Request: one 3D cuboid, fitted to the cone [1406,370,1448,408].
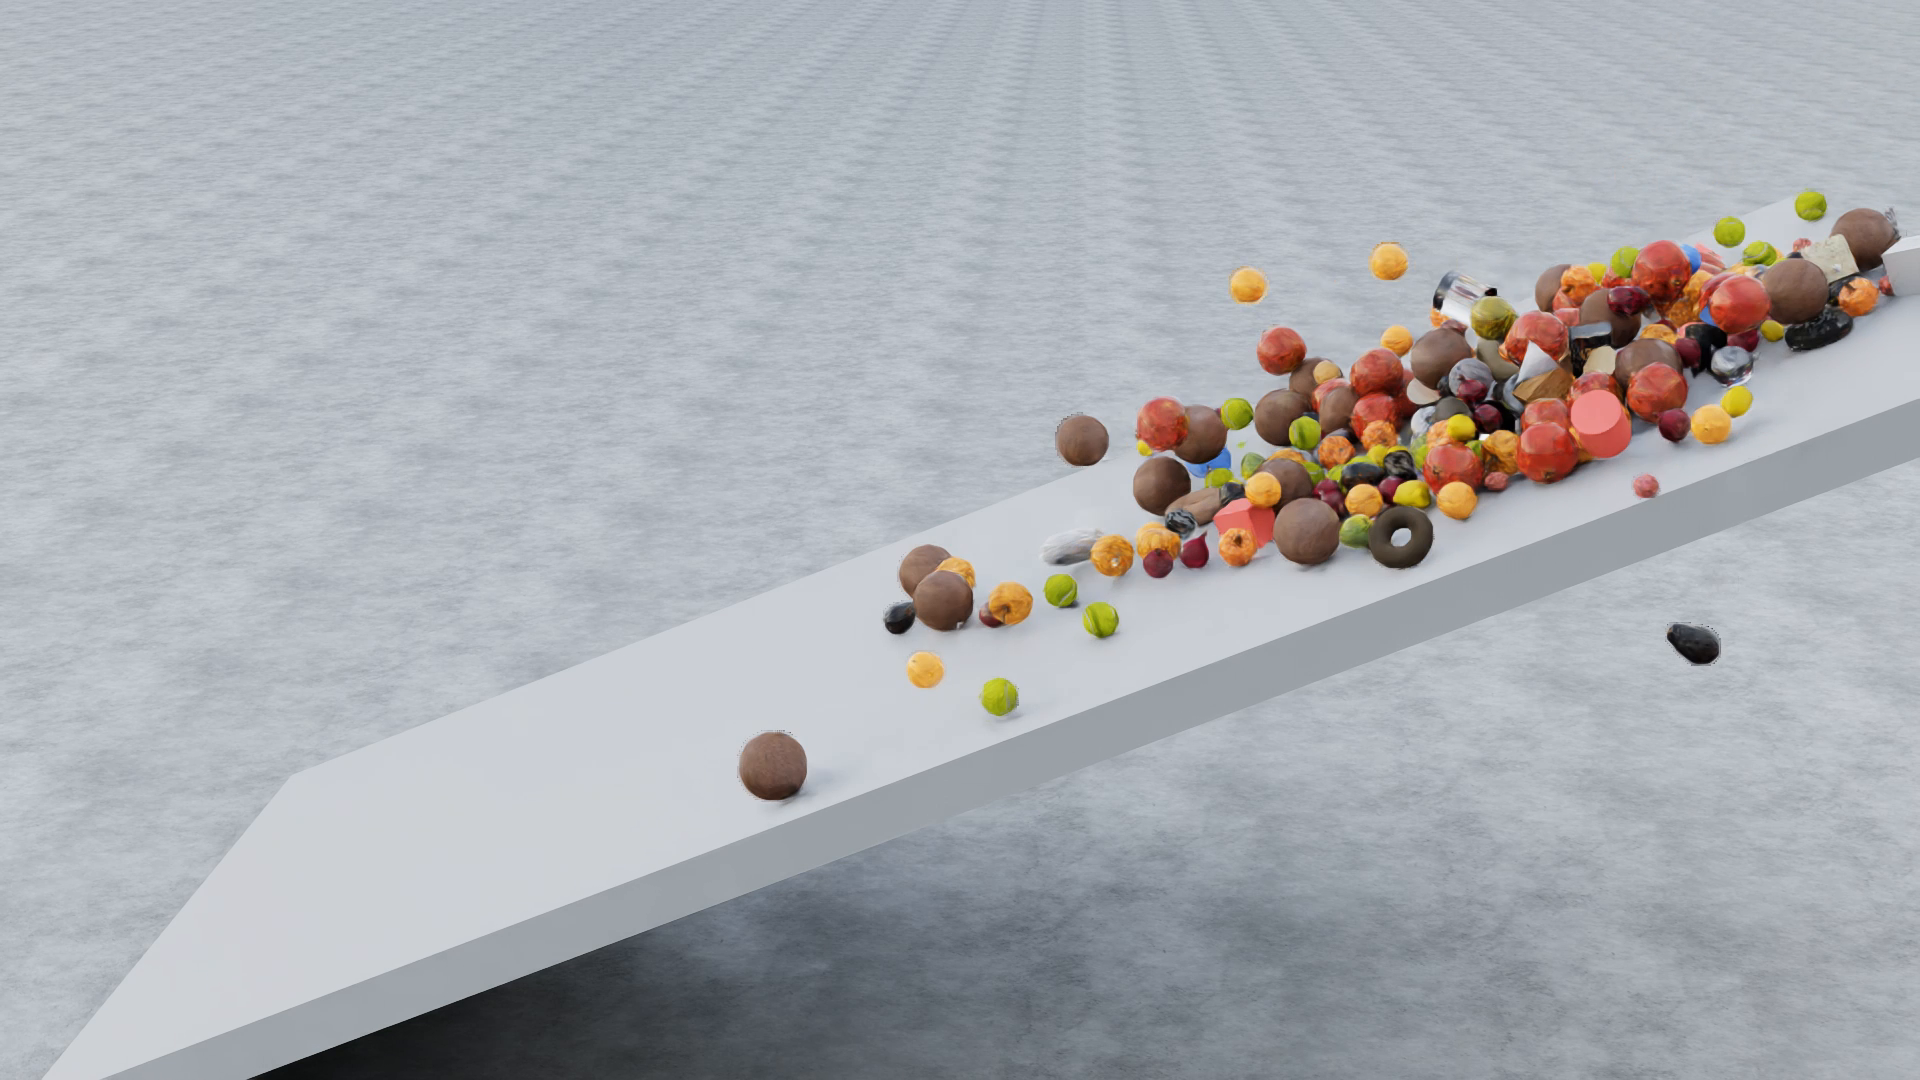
[{"bbox_3d":[1.005,-0.293,6.225,0.094,0.094,0.094,-17,45,18],"label":"cone"}]

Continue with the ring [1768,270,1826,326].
[{"bbox_3d":[1.657,-0.477,5.820,0.124,0.124,0.041,-6,-22,-24],"label":"ring"}]

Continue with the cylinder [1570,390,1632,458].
[{"bbox_3d":[1.176,-0.212,5.397,0.093,0.093,0.093,8,-23,29],"label":"cylinder"}]

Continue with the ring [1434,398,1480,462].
[{"bbox_3d":[0.982,-0.218,5.814,0.045,0.135,0.135,-20,1,34],"label":"ring"}]

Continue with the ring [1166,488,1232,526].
[{"bbox_3d":[0.508,-0.067,6.281,0.150,0.050,0.150,-21,13,5],"label":"ring"}]

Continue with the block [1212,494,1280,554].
[{"bbox_3d":[0.577,-0.032,5.917,0.085,0.085,0.085,-13,16,39],"label":"block"}]

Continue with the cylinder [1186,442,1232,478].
[{"bbox_3d":[0.556,-0.179,6.592,0.080,0.080,0.080,-4,3,-17],"label":"cylinder"}]

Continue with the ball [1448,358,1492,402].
[{"bbox_3d":[1.035,-0.325,5.962,0.088,0.088,0.088,0,14,0],"label":"ball"}]

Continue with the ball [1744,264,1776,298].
[{"bbox_3d":[1.595,-0.516,5.862,0.066,0.066,0.066,0,14,0],"label":"ball"}]

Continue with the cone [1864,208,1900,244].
[{"bbox_3d":[1.945,-0.671,6.169,0.074,0.074,0.074,9,61,34],"label":"cone"}]

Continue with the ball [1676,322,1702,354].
[{"bbox_3d":[1.483,-0.406,5.939,0.070,0.070,0.070,0,14,0],"label":"ball"}]

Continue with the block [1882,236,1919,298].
[{"bbox_3d":[1.878,-0.540,5.754,0.092,0.092,0.092,-9,18,48],"label":"block"}]

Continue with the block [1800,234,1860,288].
[{"bbox_3d":[1.744,-0.558,5.896,0.084,0.084,0.084,-23,-6,21],"label":"block"}]

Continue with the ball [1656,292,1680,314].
[{"bbox_3d":[1.533,-0.513,6.363,0.050,0.050,0.050,0,14,0],"label":"ball"}]

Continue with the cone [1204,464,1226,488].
[{"bbox_3d":[0.556,-0.143,6.511,0.055,0.055,0.055,-22,12,5],"label":"cone"}]

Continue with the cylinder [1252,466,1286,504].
[{"bbox_3d":[0.638,-0.113,6.085,0.068,0.068,0.068,2,-12,7],"label":"cylinder"}]

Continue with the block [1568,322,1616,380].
[{"bbox_3d":[1.259,-0.377,5.850,0.082,0.082,0.082,-7,20,15],"label":"block"}]

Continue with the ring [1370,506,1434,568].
[{"bbox_3d":[0.802,-0.005,5.348,0.121,0.121,0.040,9,-18,31],"label":"ring"}]

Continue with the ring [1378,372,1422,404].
[{"bbox_3d":[0.999,-0.341,6.601,0.128,0.043,0.128,-21,13,5],"label":"ring"}]

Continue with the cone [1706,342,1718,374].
[{"bbox_3d":[1.483,-0.363,5.774,0.055,0.055,0.055,-20,6,2],"label":"cone"}]

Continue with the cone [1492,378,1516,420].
[{"bbox_3d":[1.136,-0.269,6.044,0.092,0.092,0.092,4,48,15],"label":"cone"}]

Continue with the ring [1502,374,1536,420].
[{"bbox_3d":[1.156,-0.293,5.980,0.108,0.108,0.036,5,-18,19],"label":"ring"}]

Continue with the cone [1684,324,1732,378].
[{"bbox_3d":[1.464,-0.360,5.811,0.098,0.098,0.098,22,-19,8],"label":"cone"}]

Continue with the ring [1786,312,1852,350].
[{"bbox_3d":[1.659,-0.405,5.683,0.131,0.044,0.131,-21,12,4],"label":"ring"}]

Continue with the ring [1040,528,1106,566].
[{"bbox_3d":[0.239,0.015,6.243,0.145,0.048,0.145,-12,-16,-4],"label":"ring"}]

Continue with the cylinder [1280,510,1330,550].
[{"bbox_3d":[0.671,-0.018,5.721,0.070,0.070,0.070,-11,2,45],"label":"cylinder"}]

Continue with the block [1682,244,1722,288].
[{"bbox_3d":[1.627,-0.603,6.467,0.062,0.062,0.062,33,33,7],"label":"block"}]

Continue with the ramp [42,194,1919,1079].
[{"bbox_3d":[0.124,0.173,6.290,4.000,0.100,2.000,-21,12,7],"label":"ramp"}]

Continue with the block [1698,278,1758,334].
[{"bbox_3d":[1.515,-0.458,5.803,0.069,0.069,0.069,39,55,9],"label":"block"}]

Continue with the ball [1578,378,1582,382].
[{"bbox_3d":[1.300,-0.363,6.042,0.087,0.087,0.087,0,14,0],"label":"ball"}]

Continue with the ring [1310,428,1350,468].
[{"bbox_3d":[0.793,-0.196,6.298,0.034,0.103,0.103,43,10,-9],"label":"ring"}]

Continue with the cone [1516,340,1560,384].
[{"bbox_3d":[1.080,-0.323,5.569,0.078,0.078,0.078,43,6,-5],"label":"cone"}]

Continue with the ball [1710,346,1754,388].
[{"bbox_3d":[1.472,-0.331,5.607,0.081,0.081,0.081,0,14,0],"label":"ball"}]

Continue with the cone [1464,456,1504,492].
[{"bbox_3d":[1.018,-0.127,5.663,0.070,0.070,0.070,2,13,-18],"label":"cone"}]

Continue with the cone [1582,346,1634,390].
[{"bbox_3d":[1.295,-0.323,5.796,0.096,0.096,0.096,20,4,-26],"label":"cone"}]

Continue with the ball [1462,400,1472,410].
[{"bbox_3d":[1.013,-0.254,5.962,0.060,0.060,0.060,0,14,0],"label":"ball"}]

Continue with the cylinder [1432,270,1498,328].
[{"bbox_3d":[1.054,-0.502,6.136,0.096,0.096,0.096,30,28,30],"label":"cylinder"}]

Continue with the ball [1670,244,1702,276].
[{"bbox_3d":[1.491,-0.574,6.046,0.065,0.065,0.065,0,14,0],"label":"ball"}]

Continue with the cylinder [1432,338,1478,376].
[{"bbox_3d":[1.086,-0.389,6.397,0.084,0.084,0.084,-9,26,-32],"label":"cylinder"}]

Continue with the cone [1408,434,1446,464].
[{"bbox_3d":[0.966,-0.186,6.001,0.078,0.078,0.078,13,18,24],"label":"cone"}]

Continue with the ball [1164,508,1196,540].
[{"bbox_3d":[0.457,-0.031,6.091,0.066,0.066,0.066,0,14,0],"label":"ball"}]

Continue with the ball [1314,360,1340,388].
[{"bbox_3d":[0.828,-0.375,6.639,0.060,0.060,0.060,0,14,0],"label":"ball"}]

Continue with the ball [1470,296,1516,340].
[{"bbox_3d":[1.075,-0.448,5.935,0.091,0.091,0.091,0,14,0],"label":"ball"}]

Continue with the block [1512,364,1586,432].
[{"bbox_3d":[1.175,-0.286,5.843,0.096,0.096,0.096,44,3,-12],"label":"block"}]

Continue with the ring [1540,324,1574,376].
[{"bbox_3d":[1.262,-0.396,6.188,0.038,0.115,0.115,-14,18,-21],"label":"ring"}]

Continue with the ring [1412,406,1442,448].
[{"bbox_3d":[0.966,-0.229,5.987,0.098,0.033,0.098,7,57,-11],"label":"ring"}]

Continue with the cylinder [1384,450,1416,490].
[{"bbox_3d":[0.876,-0.140,5.859,0.055,0.055,0.055,-3,53,-10],"label":"cylinder"}]
